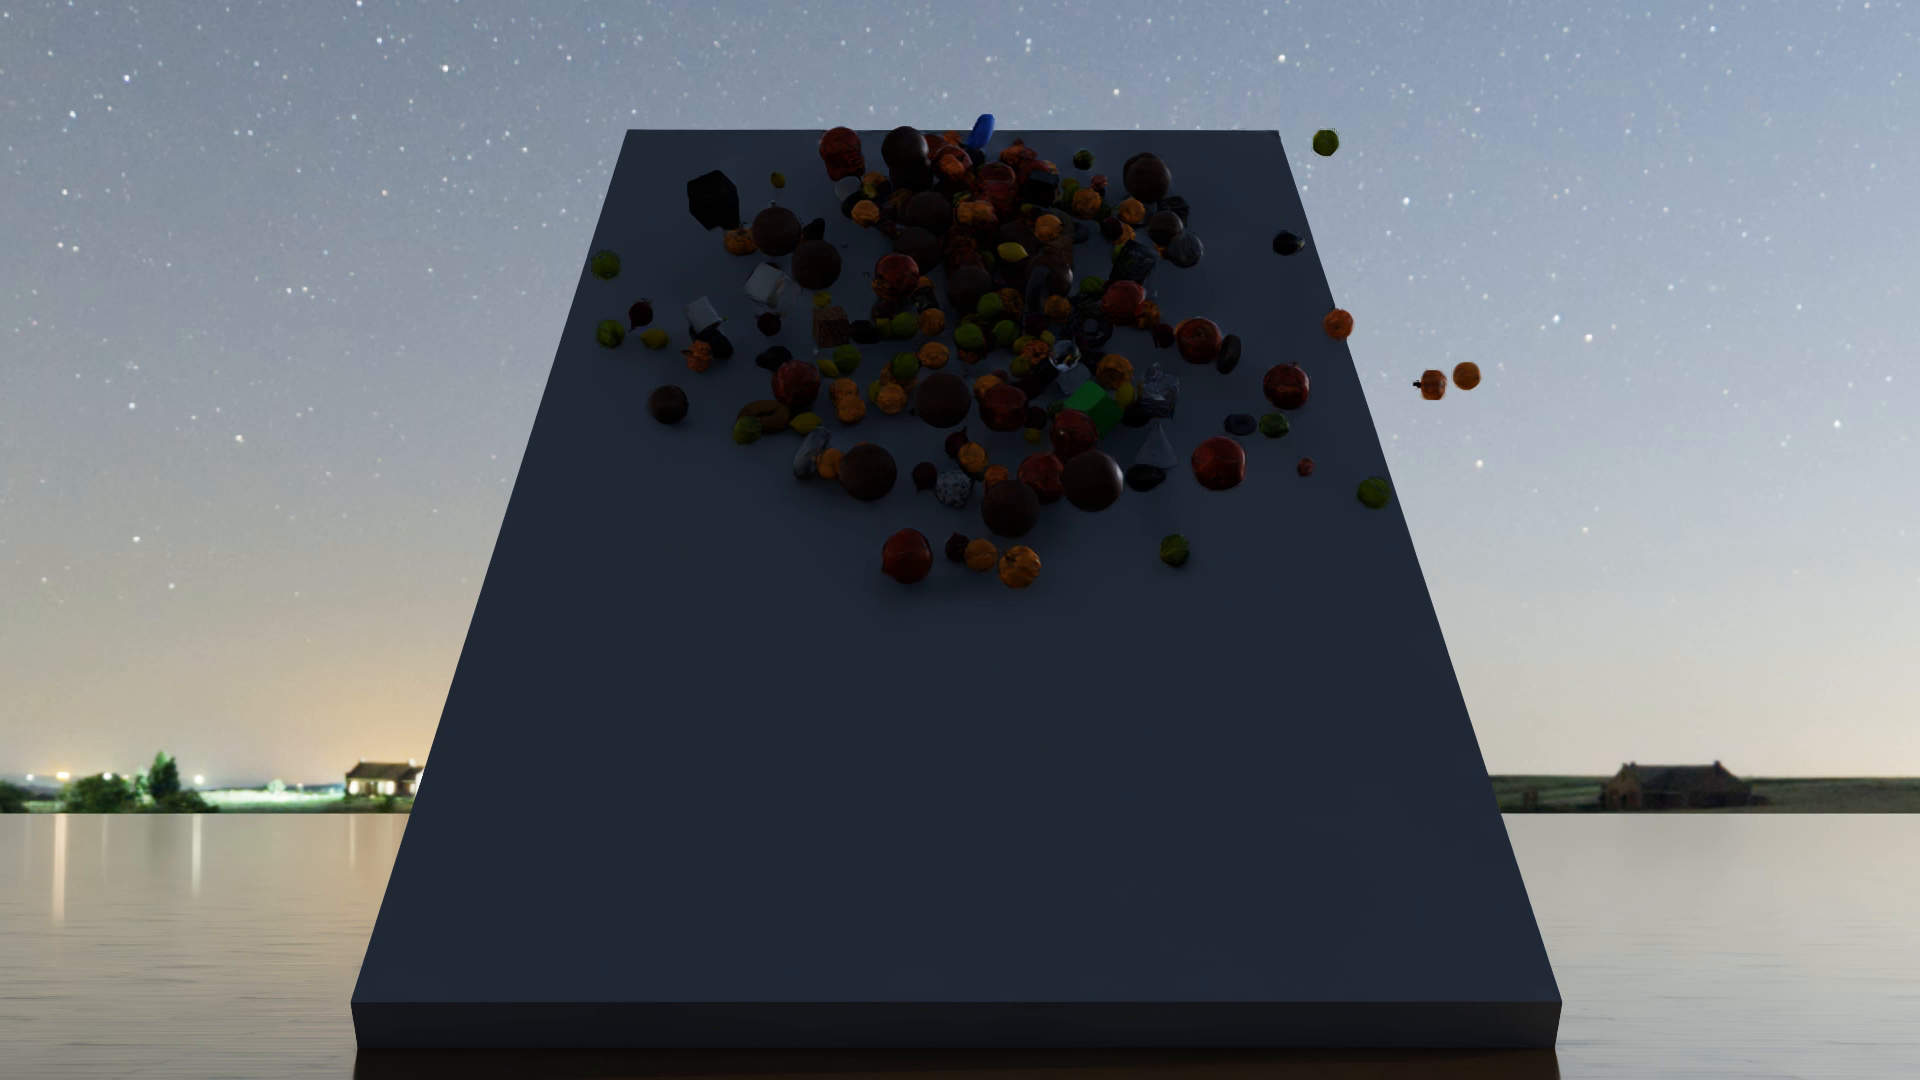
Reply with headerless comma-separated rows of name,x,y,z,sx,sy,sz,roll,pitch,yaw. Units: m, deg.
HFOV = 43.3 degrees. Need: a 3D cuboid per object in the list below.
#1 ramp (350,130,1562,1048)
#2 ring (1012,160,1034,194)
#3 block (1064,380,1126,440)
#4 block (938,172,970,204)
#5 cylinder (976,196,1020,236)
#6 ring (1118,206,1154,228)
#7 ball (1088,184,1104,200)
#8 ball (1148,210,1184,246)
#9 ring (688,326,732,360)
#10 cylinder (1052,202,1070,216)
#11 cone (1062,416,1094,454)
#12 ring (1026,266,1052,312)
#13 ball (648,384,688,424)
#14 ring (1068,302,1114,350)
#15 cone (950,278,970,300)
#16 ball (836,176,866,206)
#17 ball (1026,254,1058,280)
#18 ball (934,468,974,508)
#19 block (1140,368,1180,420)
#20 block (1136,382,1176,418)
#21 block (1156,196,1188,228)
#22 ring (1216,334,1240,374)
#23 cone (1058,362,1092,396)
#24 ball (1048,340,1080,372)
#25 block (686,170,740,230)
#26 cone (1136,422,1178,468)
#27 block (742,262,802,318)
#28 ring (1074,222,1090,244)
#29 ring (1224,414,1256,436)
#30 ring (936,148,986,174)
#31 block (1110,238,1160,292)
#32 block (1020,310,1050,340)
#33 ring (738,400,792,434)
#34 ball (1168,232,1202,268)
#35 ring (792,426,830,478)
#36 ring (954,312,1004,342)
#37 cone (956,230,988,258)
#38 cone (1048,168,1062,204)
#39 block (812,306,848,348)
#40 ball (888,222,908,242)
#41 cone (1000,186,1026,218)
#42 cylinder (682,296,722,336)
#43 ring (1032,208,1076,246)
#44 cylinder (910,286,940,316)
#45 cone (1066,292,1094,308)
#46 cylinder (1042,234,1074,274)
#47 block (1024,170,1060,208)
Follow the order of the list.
ramp,-0.013,-0.206,5.745,2.000,0.100,4.000,0,30,0
ring,0.181,-1.047,6.981,0.034,0.102,0.102,23,1,17
block,0.317,-0.307,5.701,0.087,0.087,0.087,47,0,-39
block,-0.016,-0.998,6.863,0.062,0.062,0.062,39,13,-5
cylinder,0.106,-0.897,6.706,0.089,0.089,0.089,23,4,24
ring,0.495,-0.910,6.816,0.103,0.034,0.103,-1,30,0
ball,0.391,-0.998,6.950,0.050,0.050,0.050,0,-6,0
ball,0.547,-0.830,6.450,0.095,0.095,0.095,0,-6,0
ring,-0.623,-0.498,6.048,0.042,0.127,0.127,-49,-25,15
cylinder,0.278,-0.906,6.710,0.054,0.054,0.054,3,11,-1
cone,0.276,-0.255,5.655,0.078,0.078,0.078,0,30,0
ring,0.197,-0.632,6.098,0.041,0.122,0.122,15,-3,14
ball,-0.693,-0.322,5.744,0.096,0.096,0.096,0,-6,0
ring,0.329,-0.542,6.120,0.122,0.122,0.041,-2,-6,18
cone,0.001,-0.670,6.383,0.055,0.055,0.055,0,30,0
ball,-0.312,-0.995,6.905,0.085,0.085,0.085,0,-6,0
ball,0.218,-0.721,6.445,0.081,0.081,0.081,0,-6,0
ball,-0.015,-0.116,5.405,0.088,0.088,0.088,0,-6,0
block,0.466,-0.340,5.644,0.078,0.078,0.078,9,-27,6
block,0.471,-0.342,5.813,0.068,0.068,0.068,-17,34,-27
block,0.595,-0.914,6.784,0.068,0.068,0.068,-8,37,-13
ring,0.663,-0.459,5.977,0.034,0.101,0.101,14,-10,-14
cone,0.269,-0.395,5.933,0.085,0.085,0.085,2,3,-13
ball,0.248,-0.437,5.730,0.075,0.075,0.075,0,-6,0
block,-0.649,-0.896,6.373,0.097,0.097,0.097,-19,-31,19
cone,0.456,-0.230,5.584,0.100,0.100,0.100,0,26,0
block,-0.452,-0.602,5.828,0.086,0.086,0.086,29,-7,39
ring,0.304,-0.851,6.713,0.109,0.036,0.109,-1,31,0
ring,0.665,-0.274,5.741,0.078,0.026,0.078,1,34,-1
ring,0.004,-1.079,6.899,0.148,0.049,0.148,-16,2,0
block,0.451,-0.711,6.257,0.087,0.087,0.087,26,29,5
block,0.192,-0.551,6.182,0.054,0.054,0.054,-17,34,-26
ring,-0.462,-0.292,5.748,0.130,0.043,0.130,-1,31,0
ball,0.566,-0.729,6.090,0.088,0.088,0.088,0,-6,0
ring,-0.339,-0.199,5.511,0.044,0.131,0.131,28,-5,4
ring,0.050,-0.543,6.180,0.128,0.043,0.128,1,31,0
cone,0.021,-0.791,6.608,0.080,0.080,0.080,-37,-2,-8
cone,0.247,-0.991,6.696,0.090,0.090,0.090,7,31,-4
block,-0.329,-0.539,6.137,0.076,0.076,0.076,-8,31,-13
ball,-0.169,-0.829,6.536,0.053,0.053,0.053,0,-6,0
cone,0.136,-0.965,6.829,0.093,0.093,0.093,-1,-45,5
cylinder,-0.625,-0.541,5.872,0.069,0.069,0.069,-34,-5,-3
ring,0.257,-0.851,6.646,0.120,0.120,0.040,0,-8,-3
cylinder,-0.090,-0.617,6.267,0.057,0.057,0.057,-26,-15,-7
cone,0.302,-0.620,6.284,0.067,0.067,0.067,18,2,24
cylinder,0.263,-0.772,6.530,0.082,0.082,0.082,0,31,0
block,0.222,-0.957,6.593,0.071,0.071,0.071,16,31,7
